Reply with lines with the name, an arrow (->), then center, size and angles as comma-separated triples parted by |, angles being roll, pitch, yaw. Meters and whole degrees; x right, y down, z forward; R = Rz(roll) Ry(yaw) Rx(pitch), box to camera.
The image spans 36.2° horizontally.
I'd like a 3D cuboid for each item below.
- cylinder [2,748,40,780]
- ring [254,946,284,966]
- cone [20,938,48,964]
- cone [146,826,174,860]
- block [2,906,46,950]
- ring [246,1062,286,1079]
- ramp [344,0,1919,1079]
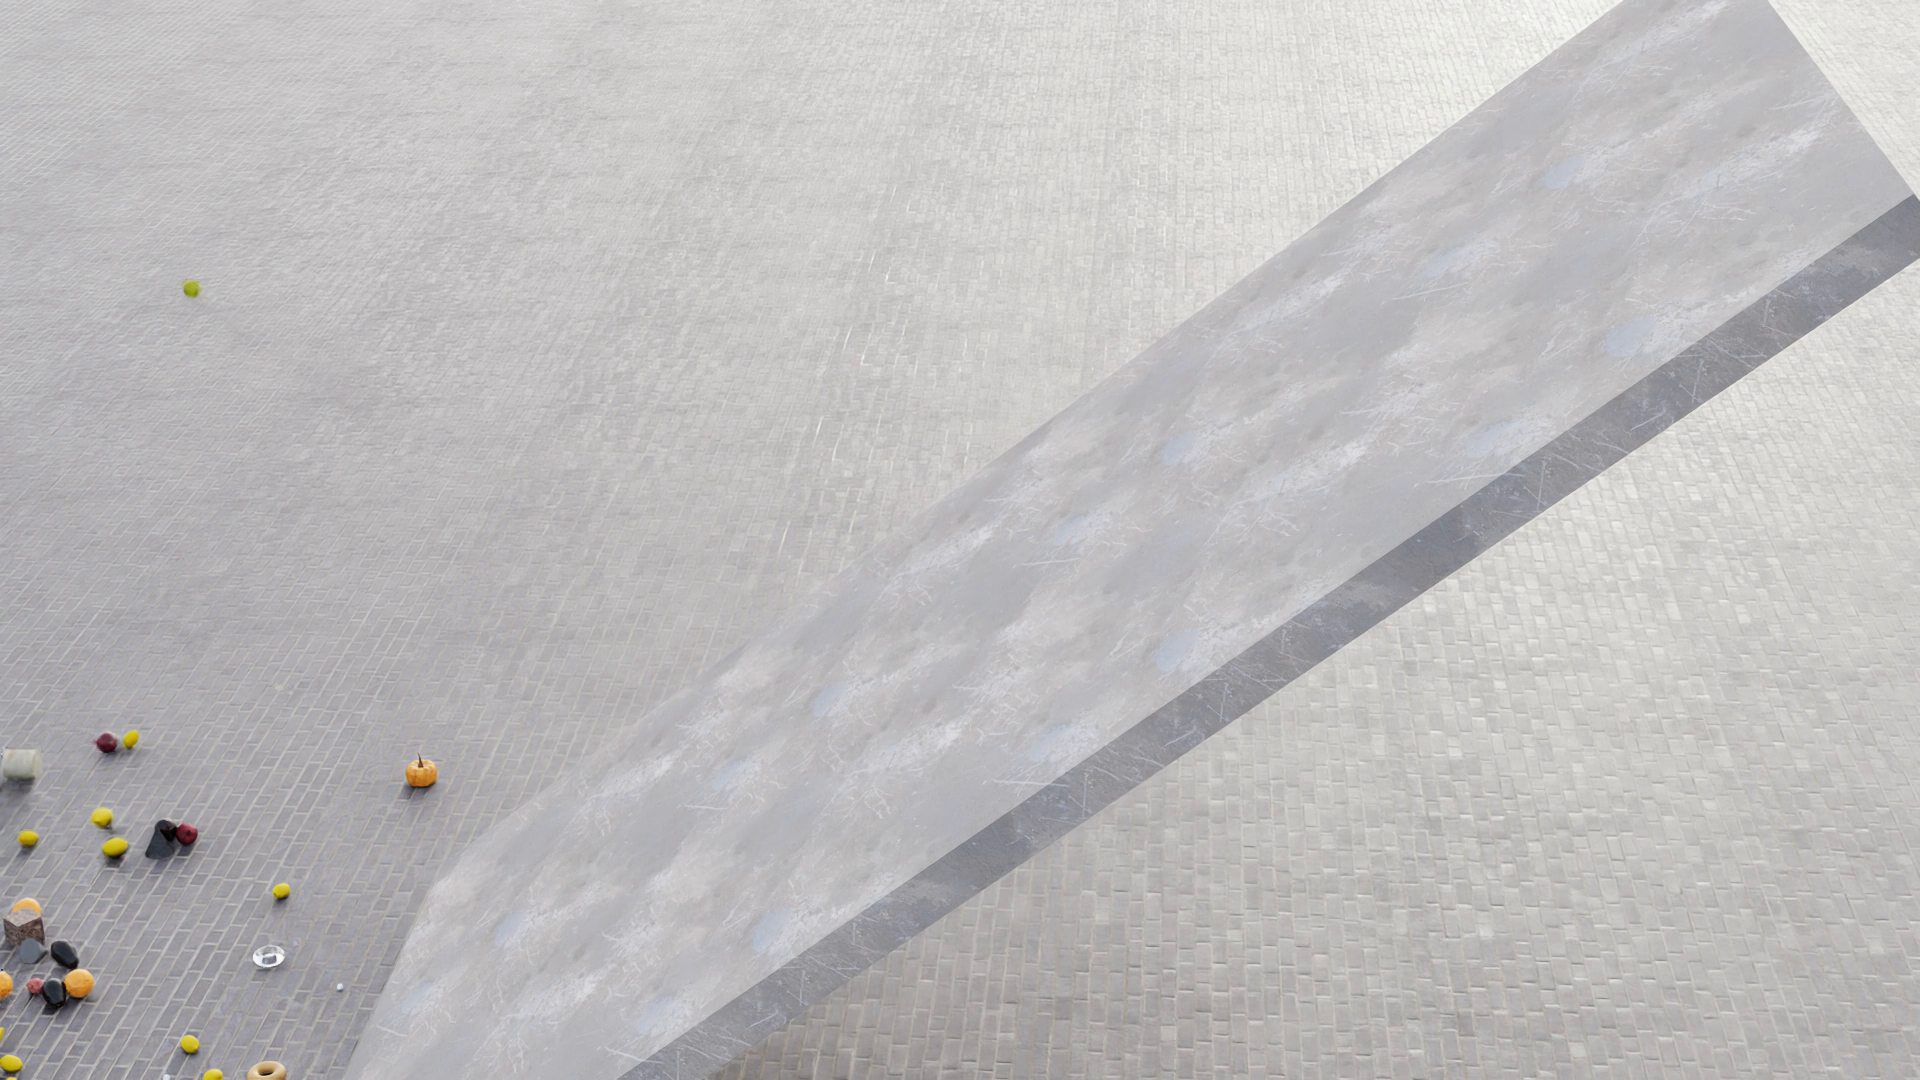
cylinder -> -2.691, 0.642, 8.435 | 0.086, 0.086, 0.086 | -1, 24, -3
ring -> -1.774, 1.068, 7.550 | 0.080, 0.027, 0.080 | 1, 24, -1
cone -> -2.369, 1.057, 7.570 | 0.067, 0.067, 0.067 | 13, 0, 28
cone -> -2.194, 0.819, 8.049 | 0.079, 0.079, 0.079 | 0, 24, 0
block -> -2.429, 1.008, 7.631 | 0.071, 0.071, 0.071 | 20, 30, 38
ring -> -1.663, 1.283, 7.055 | 0.094, 0.031, 0.094 | -1, 25, 0
ramp -> 0.121, 0.185, 6.341 | 4.000, 0.100, 2.000 | -36, 16, 18
